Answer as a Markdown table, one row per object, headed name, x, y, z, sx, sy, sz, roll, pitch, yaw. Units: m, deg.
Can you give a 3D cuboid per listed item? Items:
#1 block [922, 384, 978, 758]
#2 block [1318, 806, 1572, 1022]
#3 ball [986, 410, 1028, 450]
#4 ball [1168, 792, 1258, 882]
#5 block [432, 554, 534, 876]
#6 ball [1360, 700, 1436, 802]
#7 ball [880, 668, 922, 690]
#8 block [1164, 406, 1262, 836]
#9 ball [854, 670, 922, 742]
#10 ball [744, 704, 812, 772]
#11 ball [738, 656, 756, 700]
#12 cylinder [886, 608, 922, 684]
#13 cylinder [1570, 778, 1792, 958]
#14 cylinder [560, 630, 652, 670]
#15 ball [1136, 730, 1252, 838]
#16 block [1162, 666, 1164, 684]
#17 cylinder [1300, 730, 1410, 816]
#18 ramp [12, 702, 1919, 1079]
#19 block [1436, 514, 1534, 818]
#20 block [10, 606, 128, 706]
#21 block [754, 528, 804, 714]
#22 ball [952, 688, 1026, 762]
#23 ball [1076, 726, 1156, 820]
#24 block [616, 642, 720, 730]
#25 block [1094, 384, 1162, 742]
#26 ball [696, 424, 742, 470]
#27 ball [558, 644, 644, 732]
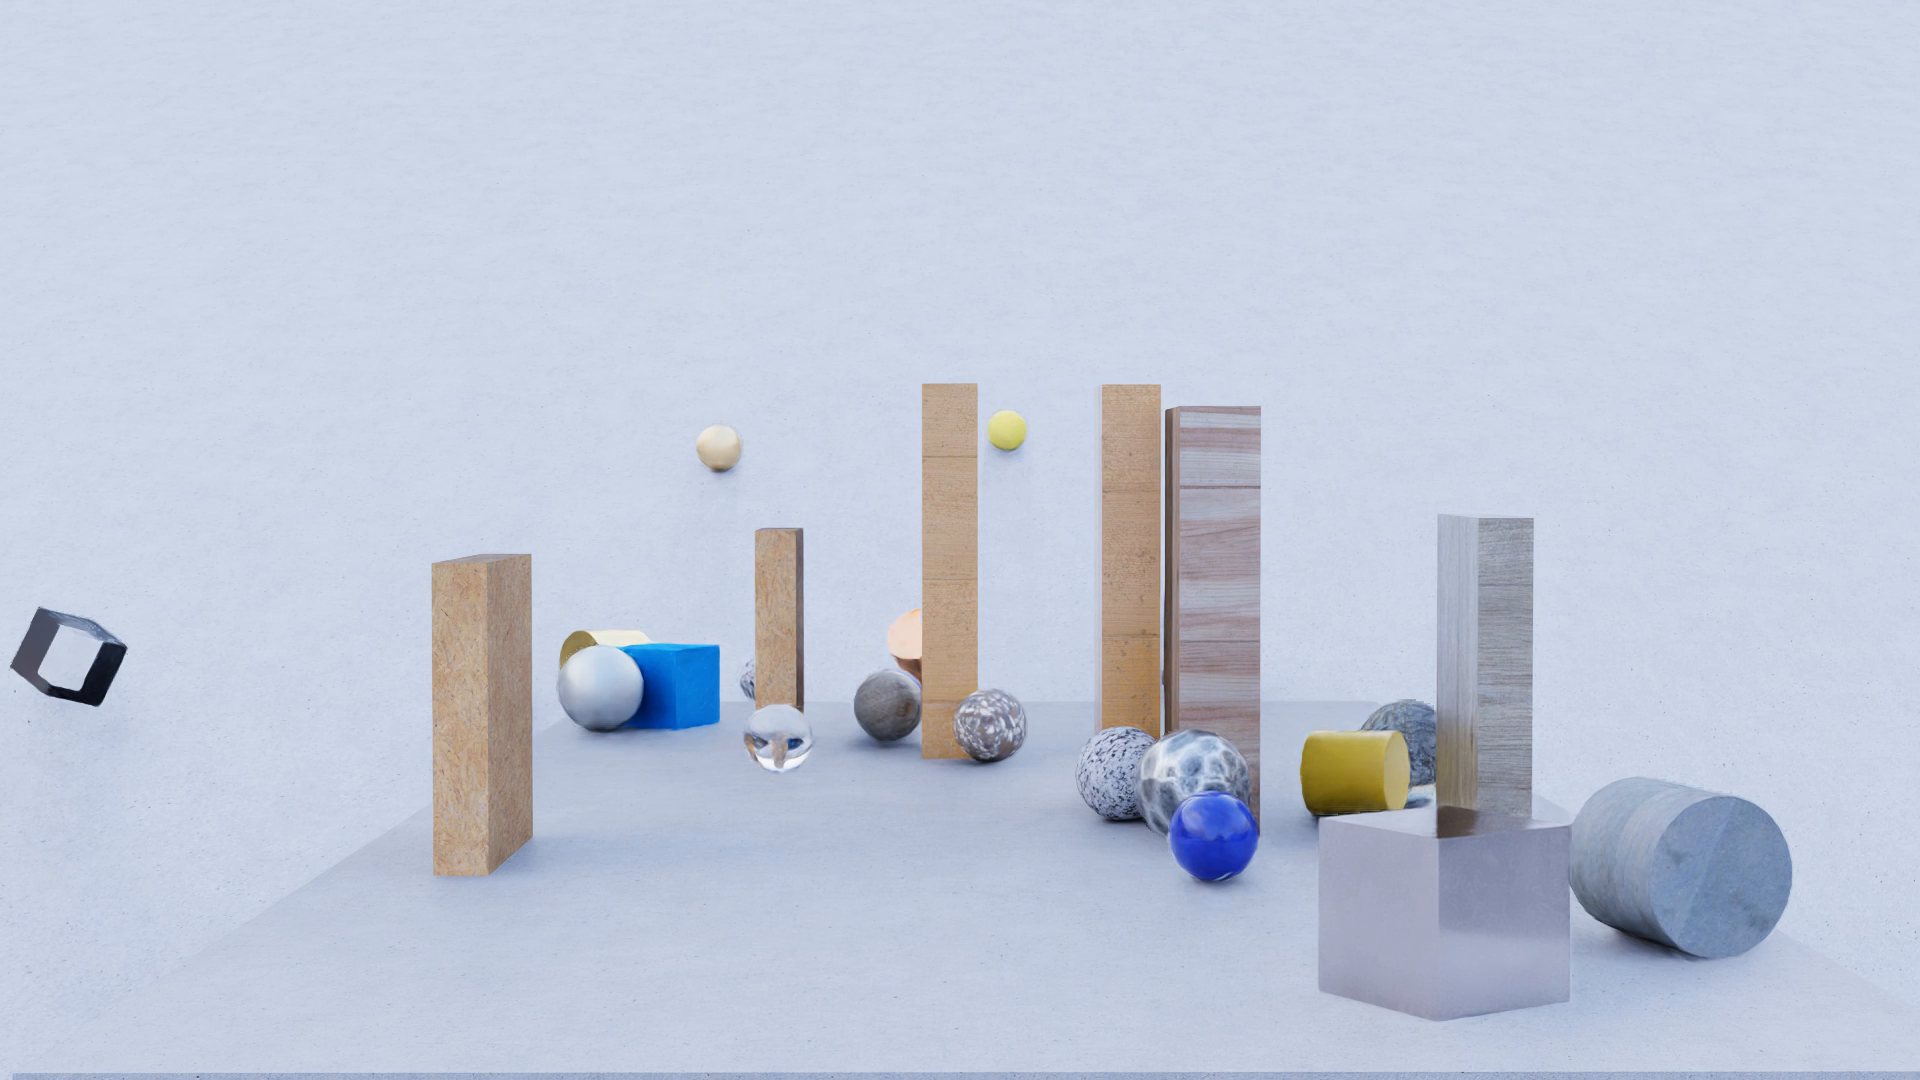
| name | x | y | z | sx | sy | sz | roll | pitch | yaw |
| --- | --- | --- | --- | --- | --- | --- | --- | --- | --- |
| block | -0.021 | 0.060 | 5.421 | 0.114 | 0.768 | 0.294 | 0 | 2 | 0 |
| block | 0.548 | 0.418 | 2.922 | 0.199 | 0.199 | 0.199 | -1 | 2 | -32 |
| ball | 0.150 | -0.350 | 8.239 | 0.130 | 0.130 | 0.130 | 0 | 25 | 0 |
| ball | 0.367 | 0.429 | 3.731 | 0.130 | 0.130 | 0.130 | 0 | 25 | 0 |
| block | -0.733 | 0.257 | 3.975 | 0.081 | 0.459 | 0.397 | 0 | 2 | 0 |
| ball | 0.797 | 0.377 | 4.598 | 0.181 | 0.181 | 0.181 | 0 | 25 | 0 |
| ball | -0.151 | 0.361 | 5.835 | 0.142 | 0.142 | 0.142 | 0 | 25 | 0 |
| block | 0.420 | 0.128 | 4.317 | 0.131 | 0.697 | 0.296 | 0 | 2 | 0 |
| ball | -0.155 | 0.361 | 5.623 | 0.154 | 0.154 | 0.154 | 0 | 25 | 0 |
| ball | -0.356 | 0.388 | 5.057 | 0.134 | 0.134 | 0.134 | 0 | 25 | 0 |
| ball | -0.517 | 0.361 | 6.709 | 0.118 | 0.118 | 0.118 | 0 | 25 | 0 |
| cylinder | -0.087 | 0.294 | 6.743 | 0.165 | 0.165 | 0.165 | -12 | 48 | 13 |
| cylinder | 0.899 | 0.408 | 3.234 | 0.199 | 0.199 | 0.199 | -8 | 4 | -16 |
| cylinder | -0.915 | 0.322 | 6.697 | 0.178 | 0.178 | 0.178 | 24 | 16 | 40 |
| ball | 0.370 | 0.391 | 4.085 | 0.183 | 0.183 | 0.183 | 0 | 25 | 0 |
| block | 0.641 | 0.253 | 6.854 | 0.194 | 0.194 | 0.194 | 2 | 32 | 5 |
| cylinder | 0.677 | 0.399 | 4.412 | 0.146 | 0.146 | 0.146 | -1 | 22 | 27 |
| ramp | 0.057 | 0.519 | 4.559 | 2.000 | 0.100 | 4.000 | 0 | 2 | 0 |
| block | 0.827 | 0.222 | 4.078 | 0.084 | 0.521 | 0.334 | 0 | 2 | 0 |
| block | -2.285 | 0.301 | 6.614 | 0.172 | 0.172 | 0.172 | 28 | 3 | 34 |
| block | -0.388 | 0.208 | 5.558 | 0.087 | 0.464 | 0.269 | 0 | 2 | 0 |
| ball | 0.061 | 0.375 | 5.212 | 0.150 | 0.150 | 0.150 | 0 | 25 | 0 |
| ball | 0.275 | 0.395 | 4.365 | 0.160 | 0.160 | 0.160 | 0 | 25 | 0 |
| block | -0.683 | 0.337 | 5.981 | 0.181 | 0.181 | 0.181 | 1 | 2 | 27 |
| block | 0.295 | 0.099 | 4.557 | 0.101 | 0.740 | 0.242 | 0 | 2 | 0 |
| ball | -0.756 | -0.290 | 8.093 | 0.144 | 0.144 | 0.144 | 0 | 25 | 0 |
| ball | -0.813 | 0.335 | 5.834 | 0.195 | 0.195 | 0.195 | 0 | 25 | 0 |
